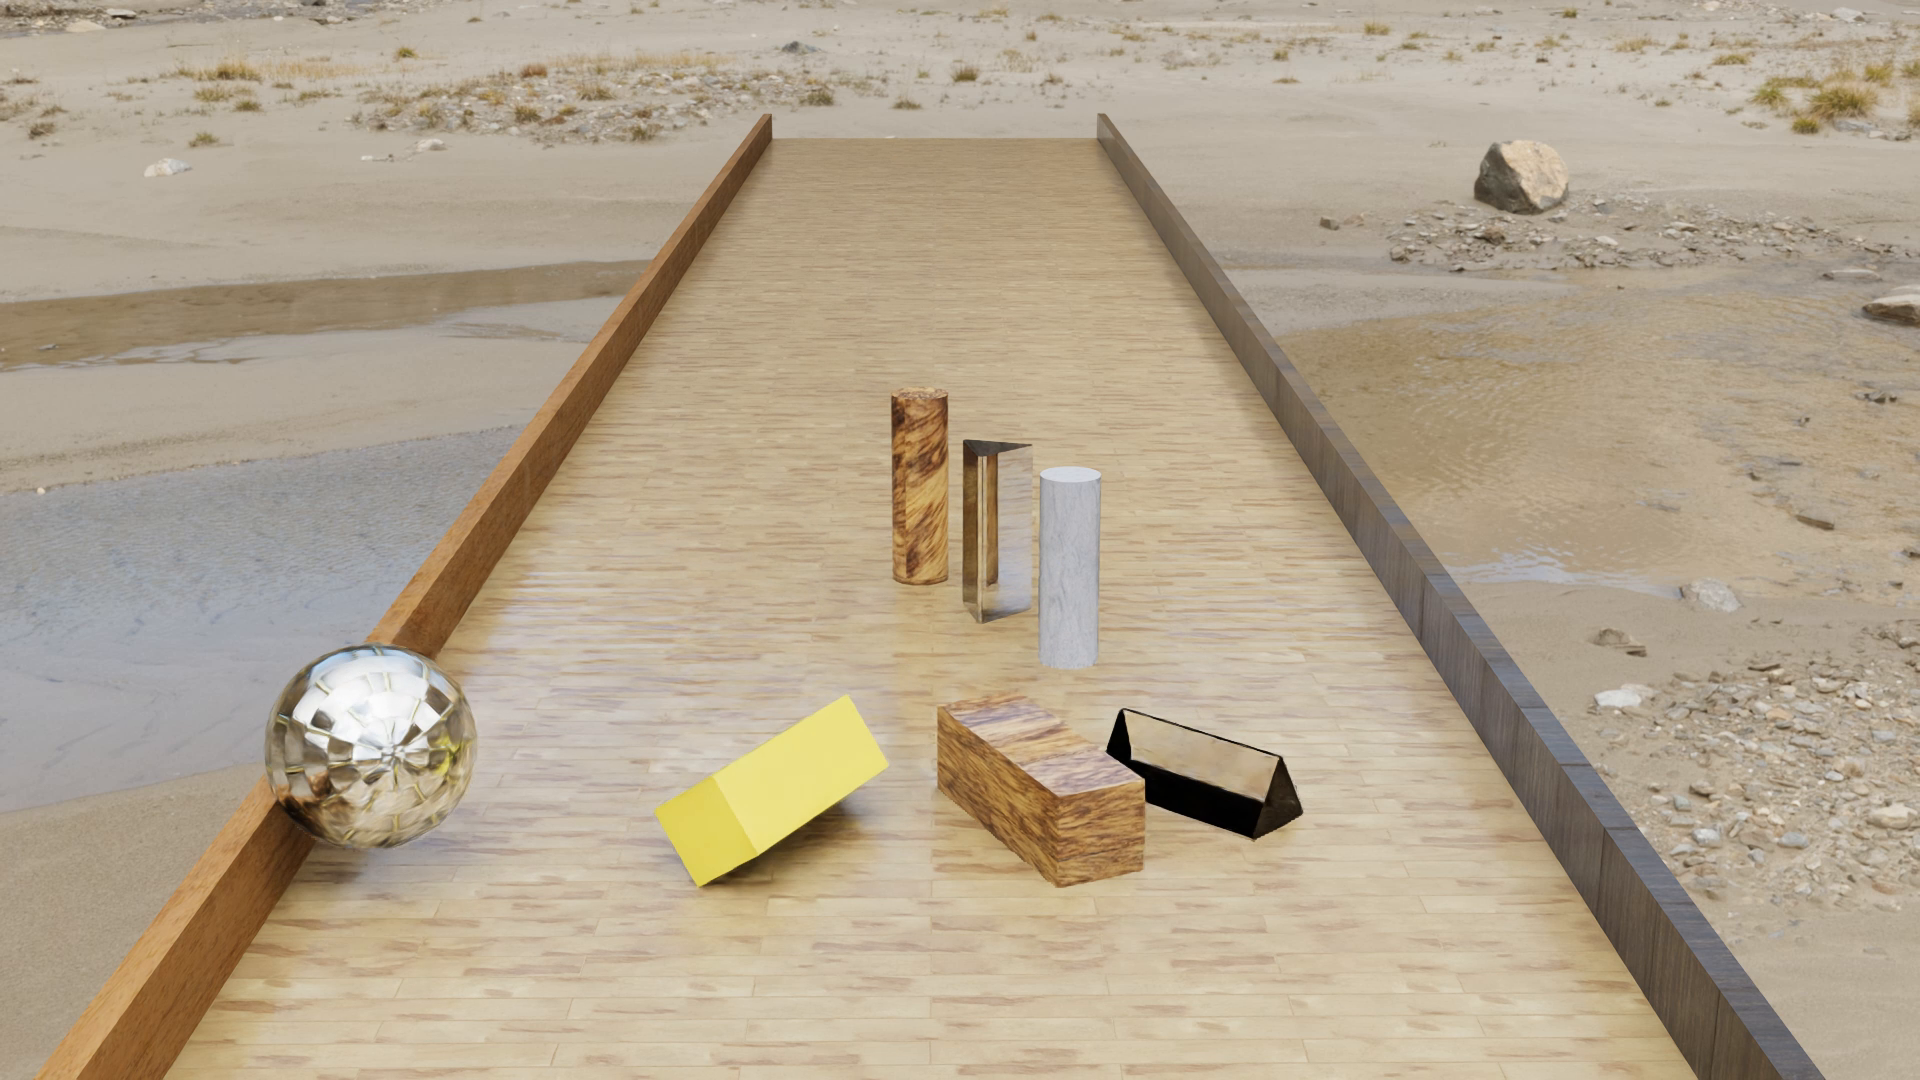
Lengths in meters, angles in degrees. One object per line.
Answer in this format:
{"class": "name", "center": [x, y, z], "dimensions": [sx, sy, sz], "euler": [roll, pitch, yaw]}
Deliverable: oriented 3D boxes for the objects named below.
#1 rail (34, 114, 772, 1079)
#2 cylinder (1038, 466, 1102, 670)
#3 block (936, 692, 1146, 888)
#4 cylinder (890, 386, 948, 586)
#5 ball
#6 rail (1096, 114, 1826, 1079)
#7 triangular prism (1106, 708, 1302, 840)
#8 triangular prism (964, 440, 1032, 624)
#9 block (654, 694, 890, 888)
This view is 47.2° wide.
{"class": "rail", "center": [-1.118, -0.838, 7.780], "dimensions": [0.050, 0.150, 12.000], "euler": [0, 17, -1]}
{"class": "cylinder", "center": [0.217, 0.055, 4.368], "dimensions": [0.120, 0.384, 0.120], "euler": [0, 17, 0]}
{"class": "block", "center": [0.125, 0.401, 3.607], "dimensions": [0.154, 0.154, 0.440], "euler": [-8, 18, -24]}
{"class": "cylinder", "center": [-0.088, -0.119, 4.886], "dimensions": [0.127, 0.423, 0.127], "euler": [0, 17, 0]}
{"class": "ball", "center": [-0.904, 0.316, 3.379], "dimensions": [0.318, 0.318, 0.318], "euler": [0, 17, 0]}
{"class": "rail", "center": [0.932, -0.844, 7.801], "dimensions": [0.050, 0.150, 12.000], "euler": [0, 17, -1]}
{"class": "triangular prism", "center": [0.402, 0.381, 3.713], "dimensions": [0.330, 0.125, 0.145], "euler": [15, 22, 40]}
{"class": "triangular prism", "center": [0.053, -0.026, 4.675], "dimensions": [0.151, 0.363, 0.131], "euler": [-14, 22, -40]}
{"class": "block", "center": [-0.297, 0.398, 3.547], "dimensions": [0.139, 0.139, 0.401], "euler": [-31, -2, 32]}
